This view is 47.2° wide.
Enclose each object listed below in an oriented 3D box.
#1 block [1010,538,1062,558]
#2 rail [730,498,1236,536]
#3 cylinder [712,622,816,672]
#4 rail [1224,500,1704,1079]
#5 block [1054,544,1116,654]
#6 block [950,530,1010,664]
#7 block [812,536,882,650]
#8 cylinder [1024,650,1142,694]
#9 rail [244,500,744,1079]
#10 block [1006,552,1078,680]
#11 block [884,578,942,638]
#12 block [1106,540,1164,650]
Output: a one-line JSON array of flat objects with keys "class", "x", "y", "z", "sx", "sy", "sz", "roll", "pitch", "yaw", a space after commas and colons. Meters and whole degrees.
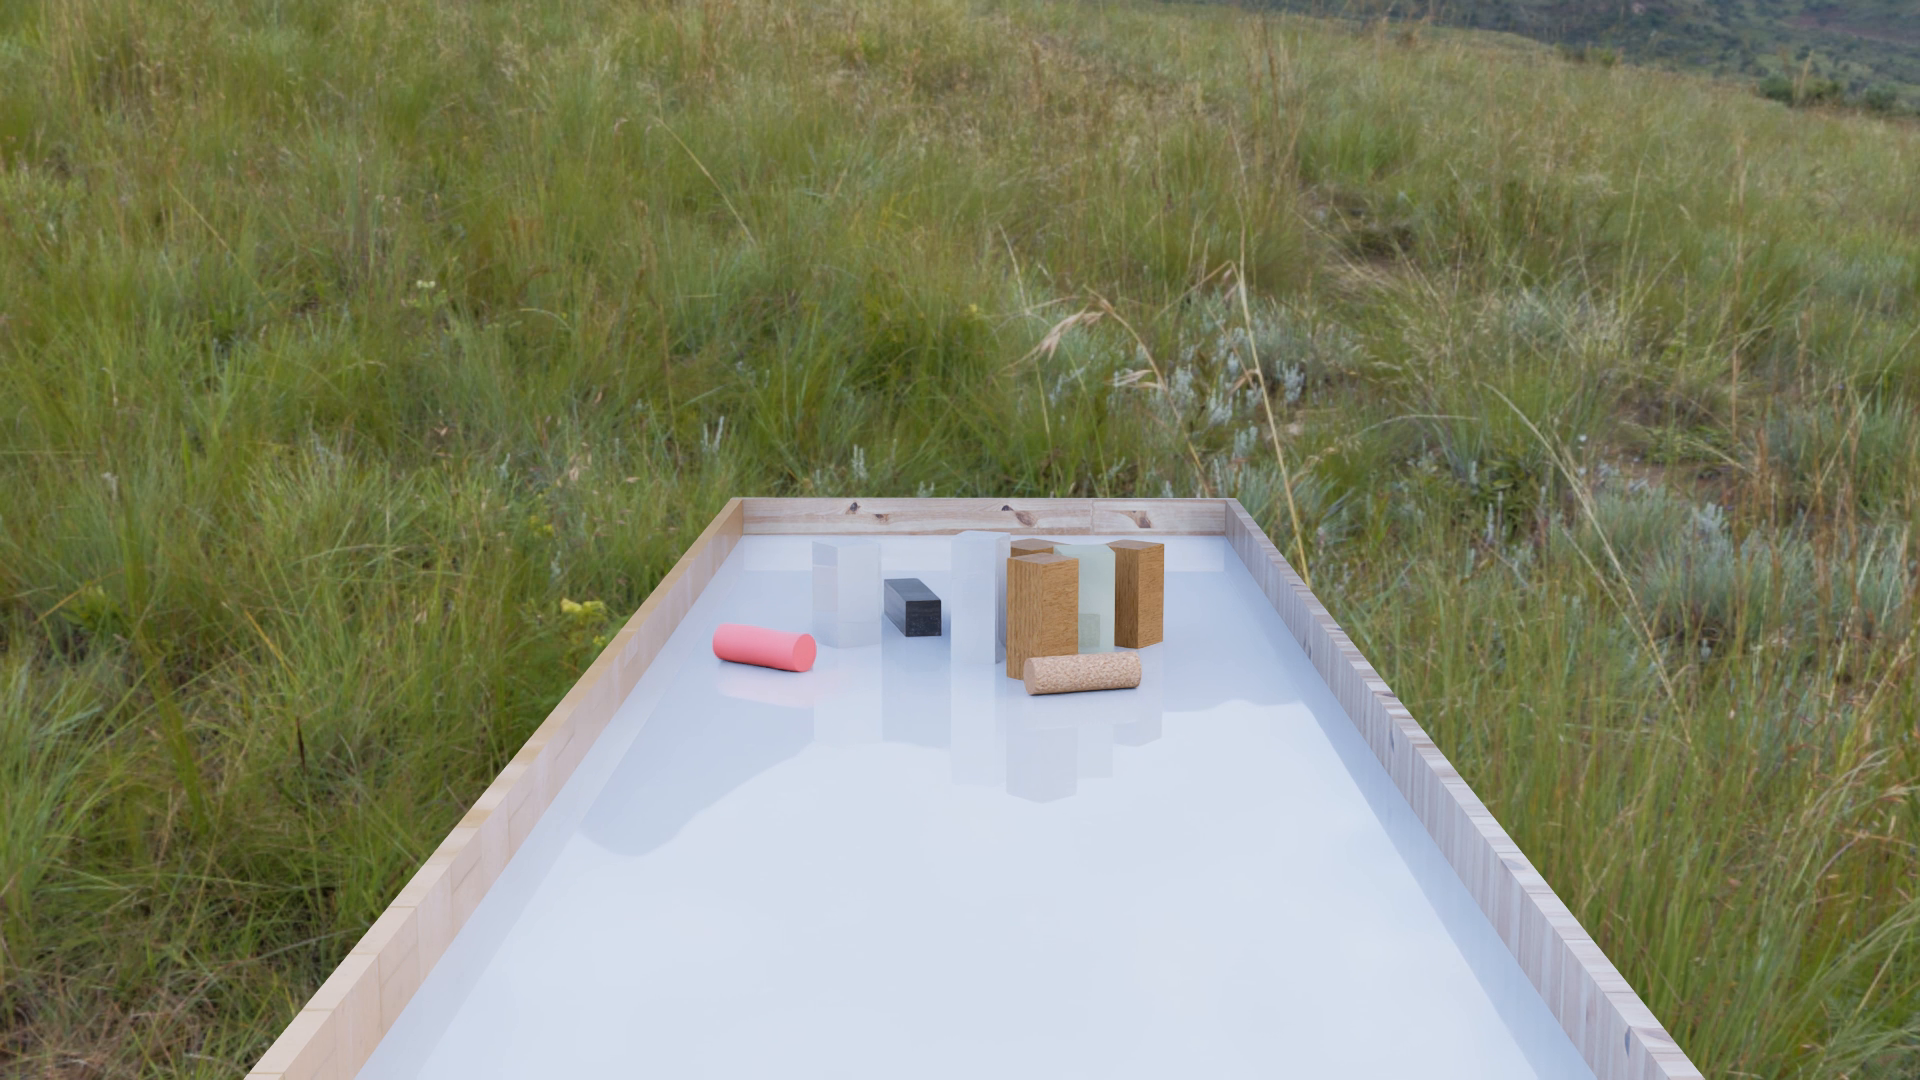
[{"class": "block", "x": 0.226, "y": 0.170, "z": 6.925, "sx": 0.178, "sy": 0.317, "sz": 0.178, "roll": -8, "pitch": 12, "yaw": -42}, {"class": "rail", "x": 0.099, "y": -0.098, "z": 9.147, "sx": 2.100, "sy": 0.150, "sz": 0.050, "roll": 0, "pitch": 9, "yaw": 1}, {"class": "cylinder", "x": -0.589, "y": 0.321, "z": 6.616, "sx": 0.313, "sy": 0.115, "sz": 0.115, "roll": 6, "pitch": 11, "yaw": 35}, {"class": "rail", "x": 1.046, "y": 0.843, "z": 3.208, "sx": 0.050, "sy": 0.150, "sz": 12.000, "roll": 0, "pitch": 9, "yaw": 1}, {"class": "block", "x": 0.374, "y": 0.197, "z": 6.658, "sx": 0.161, "sy": 0.346, "sz": 0.161, "roll": -1, "pitch": 9, "yaw": -7}, {"class": "block", "x": 0.063, "y": 0.173, "z": 6.693, "sx": 0.141, "sy": 0.383, "sz": 0.141, "roll": 3, "pitch": 10, "yaw": 20}, {"class": "block", "x": -0.357, "y": 0.165, "z": 6.944, "sx": 0.158, "sy": 0.320, "sz": 0.158, "roll": -6, "pitch": 11, "yaw": -33}, {"class": "cylinder", "x": 0.350, "y": 0.379, "z": 6.282, "sx": 0.321, "sy": 0.105, "sz": 0.105, "roll": -3, "pitch": 9, "yaw": -18}, {"class": "rail", "x": -1.004, "y": 0.839, "z": 3.234, "sx": 0.050, "sy": 0.150, "sz": 12.000, "roll": 0, "pitch": 9, "yaw": 1}, {"class": "block", "x": 0.242, "y": 0.228, "z": 6.436, "sx": 0.148, "sy": 0.354, "sz": 0.148, "roll": -8, "pitch": 12, "yaw": -42}, {"class": "block", "x": -0.158, "y": 0.220, "z": 7.249, "sx": 0.117, "sy": 0.117, "sz": 0.415, "roll": -2, "pitch": 9, "yaw": -11}, {"class": "block", "x": 0.539, "y": 0.169, "z": 6.938, "sx": 0.151, "sy": 0.315, "sz": 0.151, "roll": 7, "pitch": 11, "yaw": 36}]
